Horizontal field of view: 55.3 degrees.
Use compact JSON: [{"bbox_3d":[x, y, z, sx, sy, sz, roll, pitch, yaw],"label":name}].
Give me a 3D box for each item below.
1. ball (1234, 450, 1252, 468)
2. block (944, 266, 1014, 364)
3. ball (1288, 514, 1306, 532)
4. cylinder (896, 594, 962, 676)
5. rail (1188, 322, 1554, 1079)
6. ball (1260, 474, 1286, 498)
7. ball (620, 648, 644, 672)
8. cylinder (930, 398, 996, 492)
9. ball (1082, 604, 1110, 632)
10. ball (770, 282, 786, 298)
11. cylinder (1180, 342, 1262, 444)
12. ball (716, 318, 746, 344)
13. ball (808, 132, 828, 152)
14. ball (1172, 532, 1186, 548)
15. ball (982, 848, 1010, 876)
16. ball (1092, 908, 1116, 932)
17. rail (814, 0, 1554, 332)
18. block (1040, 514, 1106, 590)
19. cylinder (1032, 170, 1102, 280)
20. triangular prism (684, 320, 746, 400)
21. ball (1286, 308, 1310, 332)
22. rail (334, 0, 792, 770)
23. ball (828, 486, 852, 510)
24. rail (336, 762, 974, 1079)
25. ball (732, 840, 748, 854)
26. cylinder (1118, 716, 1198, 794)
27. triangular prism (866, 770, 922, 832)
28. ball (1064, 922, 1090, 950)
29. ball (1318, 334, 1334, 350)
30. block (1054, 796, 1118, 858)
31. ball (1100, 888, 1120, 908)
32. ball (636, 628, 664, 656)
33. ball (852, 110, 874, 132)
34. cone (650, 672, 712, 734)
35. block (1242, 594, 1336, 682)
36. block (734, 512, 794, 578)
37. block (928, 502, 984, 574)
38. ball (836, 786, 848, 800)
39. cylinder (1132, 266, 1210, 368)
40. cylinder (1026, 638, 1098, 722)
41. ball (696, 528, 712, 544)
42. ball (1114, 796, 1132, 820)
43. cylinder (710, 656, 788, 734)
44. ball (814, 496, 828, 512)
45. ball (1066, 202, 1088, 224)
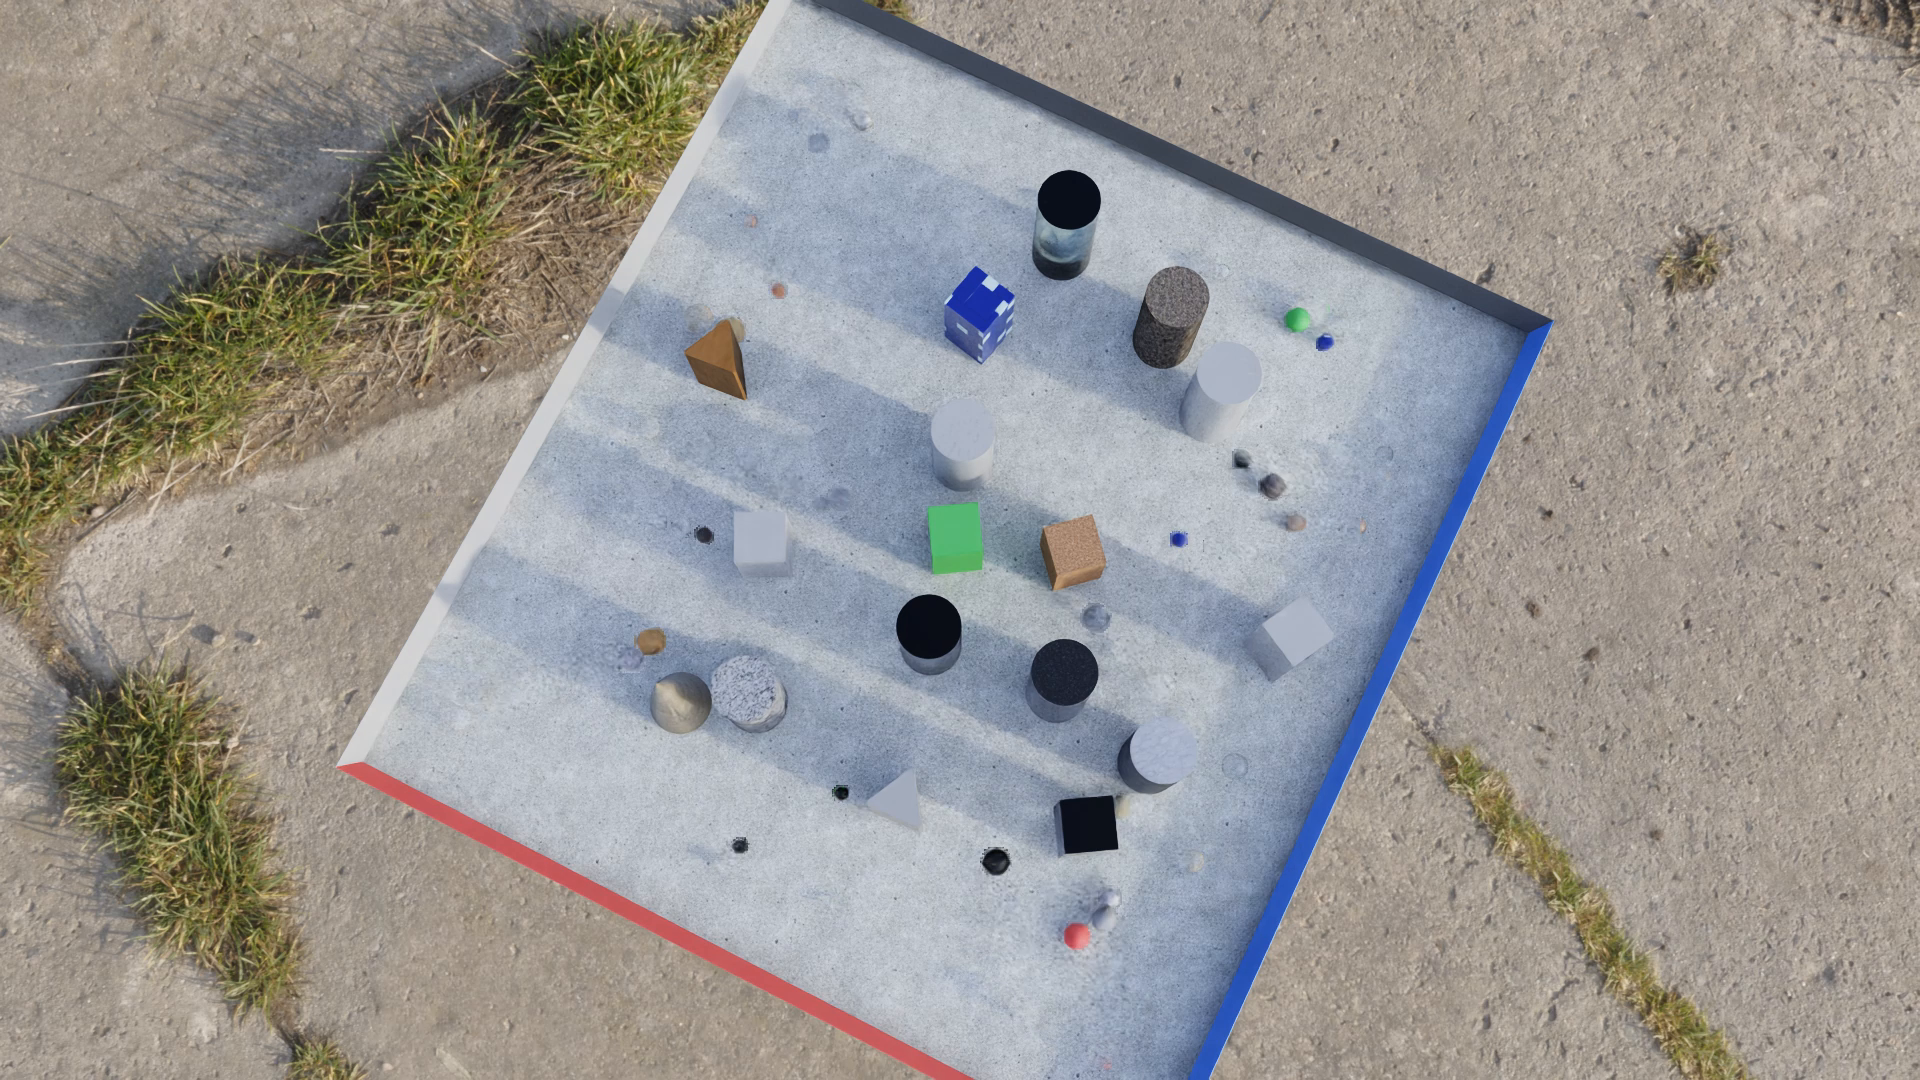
[{"bbox_3d":[0.869,-0.249,5.640,0.055,0.055,0.055,0,78,0],"label":"ball"},{"bbox_3d":[0.058,-0.682,5.593,0.150,0.322,0.150,38,81,7],"label":"block"},{"bbox_3d":[1.029,-0.051,5.598,0.056,0.056,0.056,0,78,0],"label":"ball"},{"bbox_3d":[-0.088,0.282,5.378,0.187,0.353,0.187,0,78,0],"label":"cylinder"},{"bbox_3d":[1.167,0.578,5.434,0.045,0.121,2.857,26,80,5],"label":"rail"},{"bbox_3d":[0.959,-0.164,5.611,0.076,0.076,0.076,0,78,0],"label":"ball"},{"bbox_3d":[-0.986,0.360,5.505,0.073,0.073,0.073,0,78,0],"label":"ball"},{"bbox_3d":[0.009,-0.279,5.477,0.187,0.386,0.187,0,78,0],"label":"cylinder"},{"bbox_3d":[0.411,0.236,5.527,0.080,0.080,0.080,0,78,0],"label":"ball"},{"bbox_3d":[-0.571,-0.785,5.755,0.047,0.047,0.047,0,78,0],"label":"ball"},{"bbox_3d":[0.774,-0.435,5.482,0.187,0.440,0.187,0,78,0],"label":"cylinder"},{"bbox_3d":[-0.716,-0.646,5.702,0.094,0.094,0.094,0,78,0],"label":"ball"},{"bbox_3d":[-0.451,-1.269,5.847,0.062,0.062,0.062,0,78,0],"label":"ball"},{"bbox_3d":[0.669,-0.001,5.593,0.047,0.047,0.047,0,78,0],"label":"ball"},{"bbox_3d":[0.107,0.946,5.380,0.079,0.079,0.079,0,78,0],"label":"ball"},{"bbox_3d":[0.420,1.108,5.347,0.072,0.072,0.072,0,78,0],"label":"ball"},{"bbox_3d":[0.628,-1.224,5.806,2.658,0.121,0.045,26,80,5],"label":"rail"},{"bbox_3d":[0.336,0.039,5.478,0.150,0.254,0.150,-15,79,-3],"label":"block"},{"bbox_3d":[0.321,-0.954,5.591,0.187,0.436,0.187,0,78,0],"label":"cylinder"},{"bbox_3d":[-0.715,-0.560,5.578,0.162,0.301,0.140,21,79,4],"label":"triangular prism"},{"bbox_3d":[1.055,-0.688,5.721,0.074,0.074,0.074,0,78,0],"label":"ball"},{"bbox_3d":[-1.167,-0.565,5.670,0.045,0.121,2.857,26,80,5],"label":"rail"},{"bbox_3d":[-0.365,-0.129,5.606,0.073,0.073,0.073,0,78,0],"label":"ball"},{"bbox_3d":[-0.628,1.237,5.298,2.658,0.121,0.045,26,80,5],"label":"rail"},{"bbox_3d":[-0.649,0.905,5.407,0.044,0.044,0.044,0,78,0],"label":"ball"},{"bbox_3d":[0.564,0.624,5.274,0.187,0.418,0.187,0,78,0],"label":"cylinder"},{"bbox_3d":[-0.161,0.738,5.288,0.162,0.345,0.140,22,79,4],"label":"triangular prism"},{"bbox_3d":[0.340,1.154,5.338,0.077,0.077,0.077,0,78,0],"label":"ball"},{"bbox_3d":[1.141,-0.619,5.718,0.051,0.051,0.051,0,78,0],"label":"ball"},{"bbox_3d":[0.358,0.826,5.263,0.150,0.358,0.150,-5,78,-1],"label":"block"},{"bbox_3d":[0.441,1.050,5.369,0.060,0.060,0.060,0,78,0],"label":"ball"},{"bbox_3d":[-0.932,0.307,5.512,0.081,0.081,0.081,0,78,0],"label":"ball"},{"bbox_3d":[-0.311,-1.341,5.860,0.066,0.066,0.066,0,78,0],"label":"ball"},{"bbox_3d":[-0.840,0.443,5.287,0.187,0.466,0.187,0,78,0],"label":"cone"},{"bbox_3d":[0.959,0.294,5.368,0.150,0.368,0.150,-34,80,-7],"label":"block"},{"bbox_3d":[-0.586,0.016,5.484,0.150,0.254,0.150,-1,78,0],"label":"block"},{"bbox_3d":[-0.014,-0.002,5.474,0.150,0.279,0.150,-6,78,-1],"label":"block"},{"bbox_3d":[-0.351,0.753,5.440,0.041,0.041,0.041,0,78,0],"label":"ball"},{"bbox_3d":[0.634,-0.668,5.544,0.187,0.413,0.187,0,78,0],"label":"cylinder"},{"bbox_3d":[0.291,0.412,5.300,0.187,0.453,0.187,0,78,0],"label":"cylinder"},{"bbox_3d":[-0.780,-0.015,5.594,0.049,0.049,0.049,0,78,0],"label":"ball"},{"bbox_3d":[0.473,0.791,5.418,0.068,0.068,0.068,0,78,0],"label":"ball"},{"bbox_3d":[-0.611,0.454,5.347,0.187,0.344,0.187,0,78,0],"label":"cylinder"},{"bbox_3d":[-0.426,-0.108,5.615,0.047,0.047,0.047,0,78,0],"label":"ball"},{"bbox_3d":[0.368,-1.035,5.795,0.069,0.069,0.069,0,78,0],"label":"ball"}]
